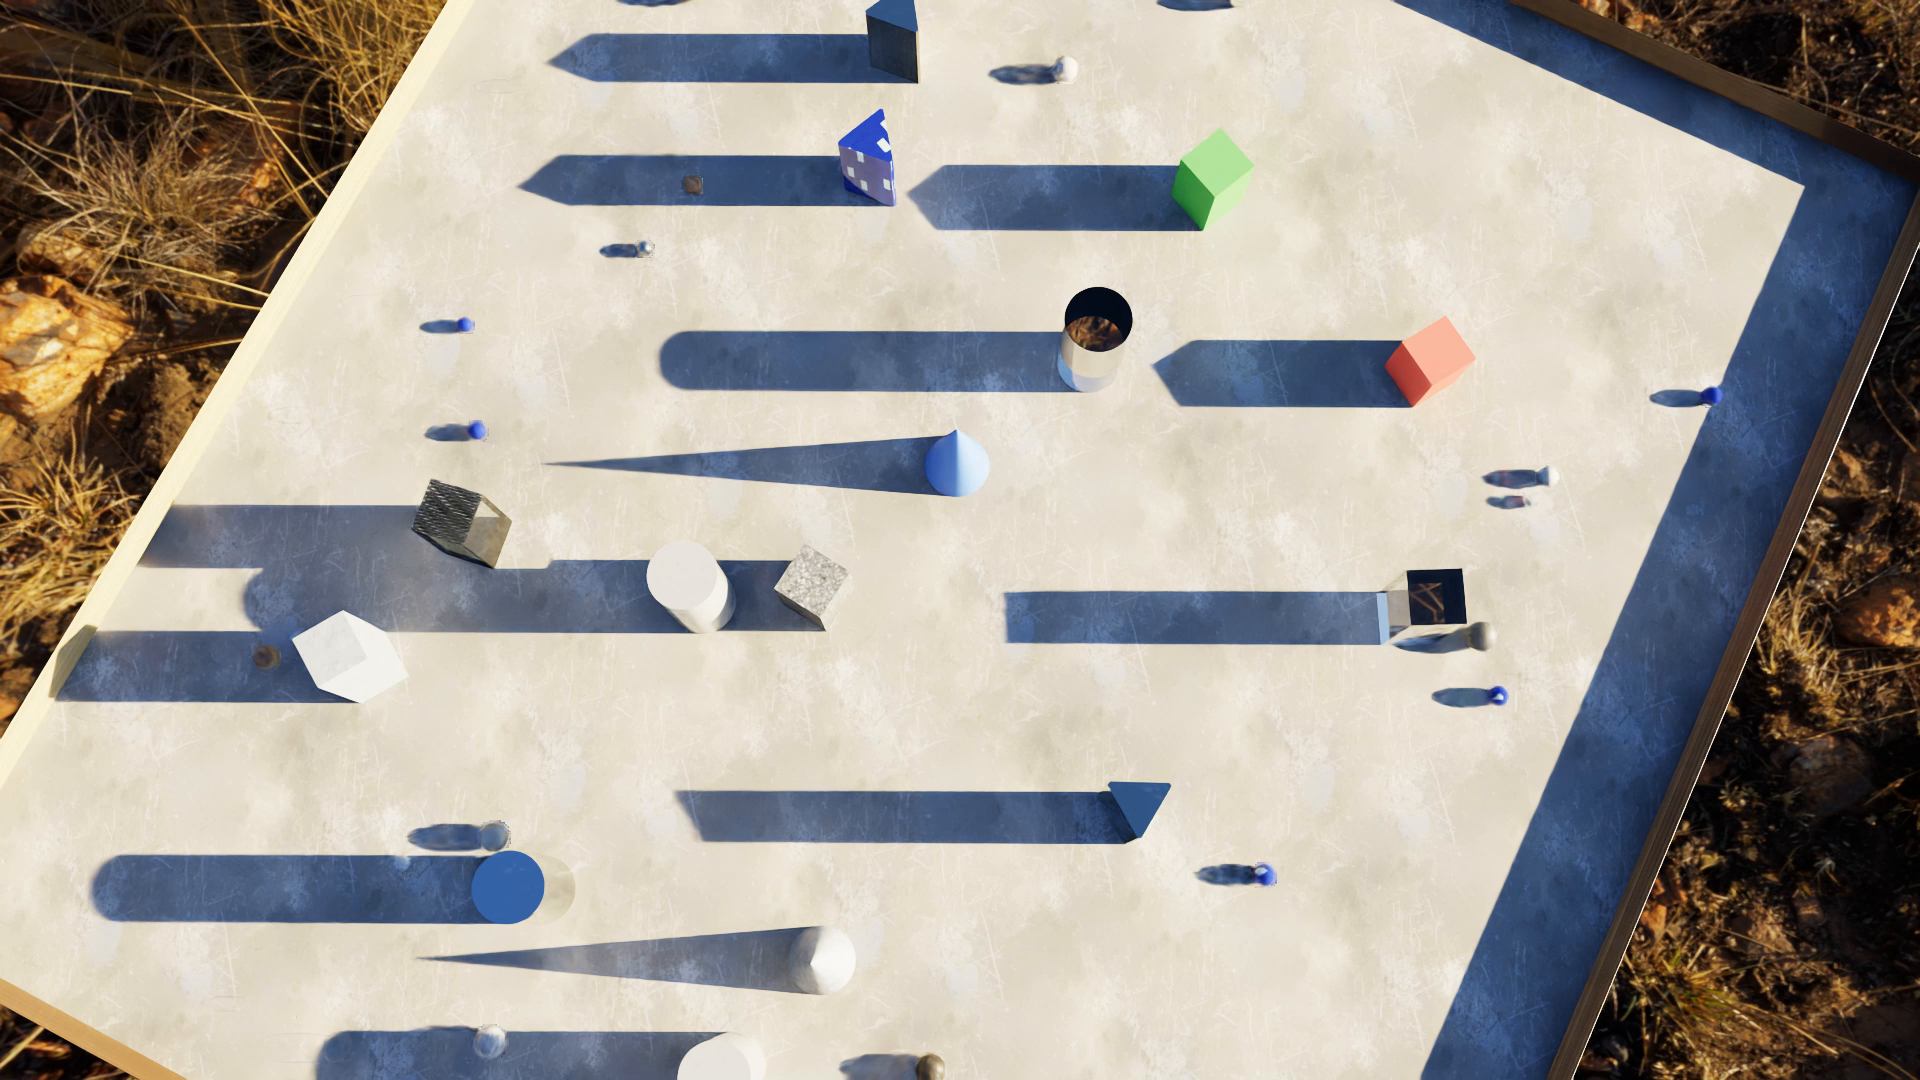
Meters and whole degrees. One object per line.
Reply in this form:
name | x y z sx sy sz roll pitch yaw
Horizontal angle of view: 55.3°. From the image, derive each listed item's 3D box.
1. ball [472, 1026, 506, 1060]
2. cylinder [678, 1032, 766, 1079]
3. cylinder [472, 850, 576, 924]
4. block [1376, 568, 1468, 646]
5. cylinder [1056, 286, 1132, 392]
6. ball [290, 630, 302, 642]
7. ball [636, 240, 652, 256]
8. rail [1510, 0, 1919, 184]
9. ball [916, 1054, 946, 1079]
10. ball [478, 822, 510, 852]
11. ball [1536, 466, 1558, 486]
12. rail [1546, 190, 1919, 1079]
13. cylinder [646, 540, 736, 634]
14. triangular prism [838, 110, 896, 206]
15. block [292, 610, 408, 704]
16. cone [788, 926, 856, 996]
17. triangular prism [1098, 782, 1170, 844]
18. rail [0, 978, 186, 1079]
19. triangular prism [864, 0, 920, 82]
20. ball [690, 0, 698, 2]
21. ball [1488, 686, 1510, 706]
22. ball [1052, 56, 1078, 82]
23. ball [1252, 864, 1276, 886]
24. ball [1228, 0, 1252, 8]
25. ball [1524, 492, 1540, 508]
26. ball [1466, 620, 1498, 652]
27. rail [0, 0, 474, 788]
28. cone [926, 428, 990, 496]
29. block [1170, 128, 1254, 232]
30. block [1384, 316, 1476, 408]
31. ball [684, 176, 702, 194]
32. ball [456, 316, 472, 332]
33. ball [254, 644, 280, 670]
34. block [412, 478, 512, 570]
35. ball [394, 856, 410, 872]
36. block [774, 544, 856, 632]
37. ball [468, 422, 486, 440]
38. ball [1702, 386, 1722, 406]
ball | -1.353 1.445 5.270 0.094 0.094 0.094 0 78 0
cylinder | -0.662 1.488 5.119 0.200 0.370 0.200 0 78 0
cylinder | -1.233 0.989 5.201 0.200 0.413 0.200 0 78 0
block | 1.352 0.200 5.381 0.160 0.380 0.160 -2 78 0
cylinder | 0.403 -0.599 5.527 0.200 0.418 0.200 0 78 0
ball | -2.001 0.292 5.533 0.045 0.045 0.045 0 78 0
ball | -0.995 -0.920 5.781 0.050 0.050 0.050 0 78 0
rail | 1.077 -2.103 5.985 4.485 0.130 0.045 26 80 5
ball | -0.084 1.520 5.257 0.089 0.089 0.089 0 78 0
ball | -1.370 0.873 5.389 0.087 0.087 0.087 0 78 0
ball | 1.804 -0.195 5.624 0.064 0.064 0.064 0 78 0
rail | 1.985 0.979 5.347 0.045 0.130 4.865 26 80 5
cylinder | -0.781 0.142 5.364 0.200 0.438 0.200 0 78 0
triangular prism | -0.261 -1.198 5.686 0.173 0.349 0.150 19 79 4
block | -1.773 0.345 5.348 0.160 0.386 0.160 -30 80 -6
cone | -0.405 1.189 5.165 0.200 0.403 0.200 0 78 0
triangular prism | 0.473 0.750 5.247 0.150 0.420 0.173 31 80 6
rail | -1.077 2.116 5.111 4.485 0.130 0.045 26 80 5
triangular prism | -0.182 -1.612 5.772 0.173 0.350 0.150 21 79 4
ball | -0.865 -1.794 5.940 0.095 0.095 0.095 0 78 0
ball | 1.612 0.467 5.488 0.063 0.063 0.063 0 78 0
ball | 0.338 -1.514 5.889 0.081 0.081 0.081 0 78 0
ball | 0.893 0.984 5.379 0.067 0.067 0.067 0 78 0
ball | 0.909 -1.773 5.937 0.091 0.091 0.091 0 78 0
ball | 1.752 -0.122 5.618 0.046 0.046 0.046 0 78 0
ball | 1.570 0.289 5.510 0.092 0.092 0.092 0 78 0
rail | -1.985 -0.965 5.749 0.045 0.130 4.865 26 80 5
cone | -0.009 -0.274 5.451 0.200 0.436 0.200 0 78 0
block | 0.783 -1.118 5.704 0.160 0.283 0.160 -39 81 -7
block | 1.435 -0.543 5.605 0.160 0.244 0.160 -31 80 -6
ball | -0.848 -1.128 5.820 0.059 0.059 0.059 0 78 0
ball | -1.549 -0.673 5.731 0.049 0.049 0.049 0 78 0
ball | -2.083 0.353 5.506 0.075 0.075 0.075 0 78 0
block | -1.475 -0.044 5.443 0.160 0.358 0.160 18 79 4
ball | -1.642 0.952 5.396 0.047 0.047 0.047 0 78 0
block | -0.429 0.143 5.451 0.160 0.265 0.160 32 80 6
ball | -1.492 -0.337 5.657 0.058 0.058 0.058 0 78 0
ball | 2.329 -0.447 5.678 0.061 0.061 0.061 0 78 0
